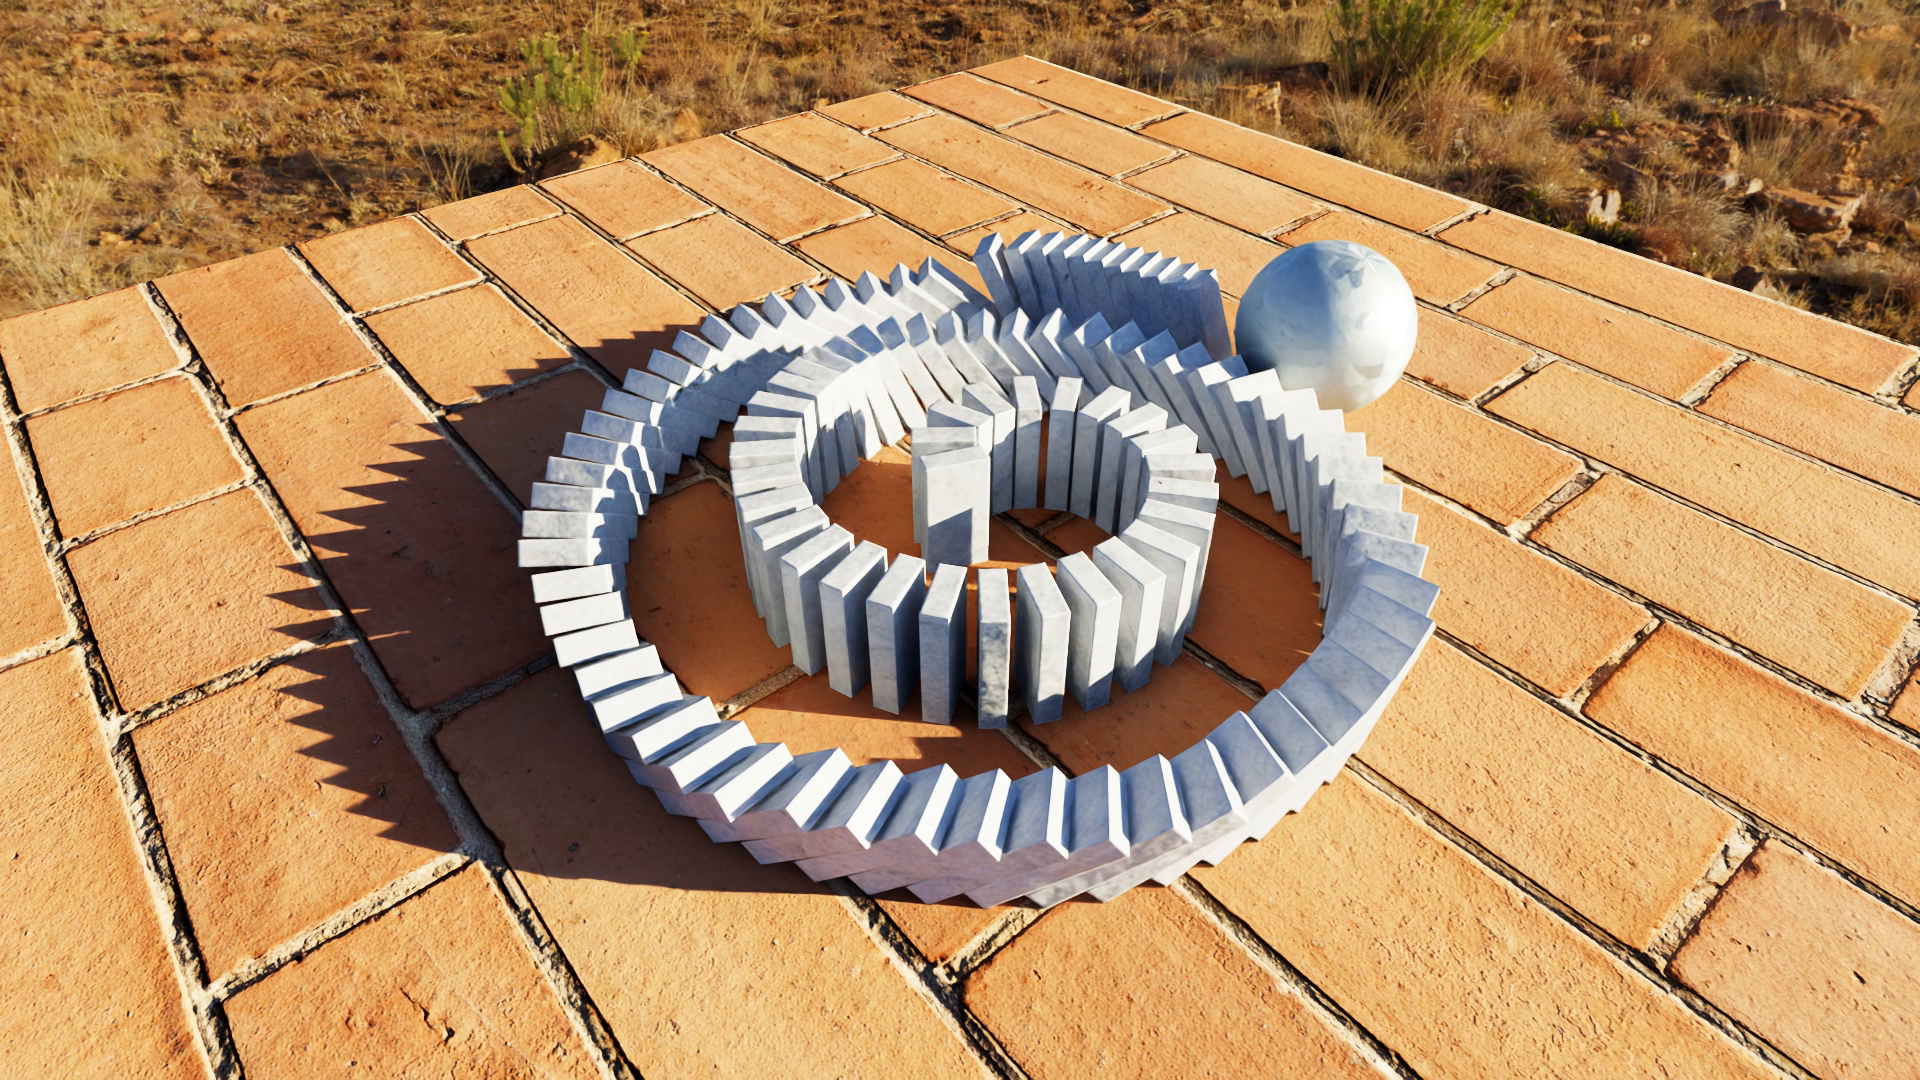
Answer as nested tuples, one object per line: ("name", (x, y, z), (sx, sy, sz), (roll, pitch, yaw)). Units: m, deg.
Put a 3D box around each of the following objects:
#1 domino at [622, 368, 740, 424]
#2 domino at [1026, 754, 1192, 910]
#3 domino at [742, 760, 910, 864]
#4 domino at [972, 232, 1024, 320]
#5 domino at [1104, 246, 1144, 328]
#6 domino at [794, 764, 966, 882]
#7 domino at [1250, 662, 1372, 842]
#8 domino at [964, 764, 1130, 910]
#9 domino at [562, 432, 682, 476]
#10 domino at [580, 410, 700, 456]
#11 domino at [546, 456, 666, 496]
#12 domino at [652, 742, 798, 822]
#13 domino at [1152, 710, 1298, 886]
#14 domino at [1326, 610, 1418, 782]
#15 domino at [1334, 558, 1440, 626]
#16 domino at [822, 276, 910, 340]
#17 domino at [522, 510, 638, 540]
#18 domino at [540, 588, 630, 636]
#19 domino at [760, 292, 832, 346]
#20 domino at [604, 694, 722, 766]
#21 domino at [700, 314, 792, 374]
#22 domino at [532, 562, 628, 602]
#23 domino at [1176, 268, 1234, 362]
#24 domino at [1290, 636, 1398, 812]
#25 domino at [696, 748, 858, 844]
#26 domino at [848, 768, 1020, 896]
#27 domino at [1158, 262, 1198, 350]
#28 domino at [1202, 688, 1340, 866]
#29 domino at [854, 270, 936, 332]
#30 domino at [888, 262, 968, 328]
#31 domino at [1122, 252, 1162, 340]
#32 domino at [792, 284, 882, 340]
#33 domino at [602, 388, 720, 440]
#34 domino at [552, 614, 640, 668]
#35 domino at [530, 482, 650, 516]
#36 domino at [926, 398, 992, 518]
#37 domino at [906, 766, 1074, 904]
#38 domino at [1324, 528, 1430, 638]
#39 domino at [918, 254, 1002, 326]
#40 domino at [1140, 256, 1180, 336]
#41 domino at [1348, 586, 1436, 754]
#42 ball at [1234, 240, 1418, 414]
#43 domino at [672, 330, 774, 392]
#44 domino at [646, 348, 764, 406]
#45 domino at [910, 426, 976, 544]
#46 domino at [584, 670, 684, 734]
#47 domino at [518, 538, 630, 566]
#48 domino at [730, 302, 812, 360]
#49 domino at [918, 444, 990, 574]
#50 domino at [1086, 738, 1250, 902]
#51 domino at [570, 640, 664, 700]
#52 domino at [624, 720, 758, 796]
("domino", (-0.126, -0.065, 0.500), (0.025, 0.009, 0.050), (22, 6, 25))
("domino", (0.041, 0.084, 0.317), (0.050, 0.009, 0.025), (-33, 34, 23))
("domino", (-0.040, 0.080, 0.322), (0.050, 0.009, 0.025), (-22, 22, 41))
("domino", (0.024, -0.132, 0.573), (0.009, 0.050, 0.025), (-15, 32, 25))
("domino", (0.088, -0.120, 0.558), (0.010, 0.050, 0.025), (3, 34, 37))
("domino", (-0.024, 0.083, 0.320), (0.050, 0.010, 0.025), (-24, 25, 36))
("domino", (0.100, 0.065, 0.340), (0.050, 0.010, 0.025), (-48, 48, 5))
("domino", (0.025, 0.085, 0.316), (0.050, 0.009, 0.025), (-30, 31, 27))
("domino", (-0.142, -0.036, 0.464), (0.025, 0.009, 0.050), (12, 2, 14))
("domino", (-0.137, -0.046, 0.476), (0.025, 0.009, 0.050), (15, 3, 17))
("domino", (-0.145, -0.026, 0.452), (0.025, 0.009, 0.050), (9, 1, 11))
("domino", (-0.072, 0.072, 0.332), (0.025, 0.009, 0.050), (-34, 11, -34))
("domino", (0.072, 0.077, 0.326), (0.050, 0.009, 0.025), (-43, 42, 12))
("domino", (0.123, 0.051, 0.358), (0.025, 0.009, 0.050), (35, 90, 34))
("domino", (0.142, 0.034, 0.378), (0.025, 0.010, 0.050), (26, 86, 27))
("domino", (-0.044, -0.114, 0.559), (0.050, 0.010, 0.025), (24, 25, -36))
("domino", (-0.146, -0.006, 0.427), (0.025, 0.009, 0.050), (2, 0, 3))
("domino", (-0.132, 0.025, 0.390), (0.025, 0.009, 0.050), (-12, 2, -14))
("domino", (-0.072, -0.104, 0.548), (0.050, 0.010, 0.025), (21, 22, -41))
("domino", (-0.096, 0.059, 0.348), (0.025, 0.009, 0.050), (-27, 7, -28))
("domino", (-0.098, -0.092, 0.532), (0.050, 0.010, 0.025), (18, 18, -48))
("domino", (-0.138, 0.015, 0.402), (0.025, 0.010, 0.050), (-8, 1, -10))
("domino", (0.121, -0.104, 0.538), (0.010, 0.050, 0.025), (3, 34, 37))
("domino", (0.112, 0.058, 0.349), (0.050, 0.010, 0.025), (-52, 52, 2))
("domino", (-0.055, 0.076, 0.327), (0.050, 0.009, 0.025), (-20, 19, 45))
("domino", (-0.008, 0.084, 0.317), (0.050, 0.010, 0.025), (-26, 26, 34))
("domino", (0.113, -0.108, 0.543), (0.009, 0.050, 0.025), (3, 34, 37))
("domino", (0.086, 0.072, 0.333), (0.050, 0.010, 0.025), (-45, 45, 8))
("domino", (-0.029, -0.118, 0.564), (0.050, 0.010, 0.025), (25, 26, -34))
("domino", (-0.013, -0.122, 0.569), (0.050, 0.009, 0.025), (28, 30, -28))
("domino", (0.097, -0.116, 0.553), (0.010, 0.050, 0.025), (3, 34, 37))
("domino", (-0.058, -0.109, 0.554), (0.050, 0.009, 0.025), (22, 23, -39))
("domino", (-0.132, -0.056, 0.488), (0.025, 0.010, 0.050), (18, 4, 21))
("domino", (-0.125, 0.034, 0.379), (0.025, 0.009, 0.050), (-14, 3, -17))
("domino", (-0.146, -0.016, 0.439), (0.025, 0.010, 0.050), (5, 1, 8))
("domino", (0.000, -0.031, 0.449), (0.025, 0.050, 0.009), (23, 45, 26))
("domino", (0.009, 0.085, 0.316), (0.050, 0.010, 0.025), (-28, 29, 29))
("domino", (0.146, 0.024, 0.391), (0.025, 0.010, 0.050), (16, 82, 19))
("domino", (0.001, -0.126, 0.573), (0.050, 0.010, 0.025), (32, 28, -21))
("domino", (0.105, -0.112, 0.549), (0.010, 0.050, 0.025), (3, 34, 37))
("domino", (0.133, 0.043, 0.367), (0.025, 0.010, 0.050), (32, 88, 31))
("ball", (0.167, -0.097, 0.506), (0.080, 0.080, 0.080), (0, 39, 0))
("domino", (-0.109, -0.084, 0.522), (0.025, 0.009, 0.050), (33, 10, 34))
("domino", (-0.118, -0.074, 0.511), (0.025, 0.009, 0.050), (26, 7, 28))
("domino", (-0.006, -0.021, 0.437), (0.025, 0.050, 0.010), (-1, 39, -1))
("domino", (-0.107, 0.051, 0.358), (0.025, 0.009, 0.050), (-21, 5, -22))
("domino", (-0.144, 0.005, 0.414), (0.025, 0.010, 0.050), (-1, 0, -1))
("domino", (-0.086, -0.098, 0.540), (0.050, 0.009, 0.025), (19, 19, -46))
("domino", (-0.002, -0.011, 0.425), (0.025, 0.050, 0.009), (-12, 41, -14))
("domino", (0.057, 0.082, 0.320), (0.050, 0.010, 0.025), (-36, 36, 19))
("domino", (-0.116, 0.043, 0.368), (0.025, 0.010, 0.050), (-19, 4, -21))
("domino", (-0.084, 0.066, 0.339), (0.025, 0.010, 0.050), (-31, 9, -31))
